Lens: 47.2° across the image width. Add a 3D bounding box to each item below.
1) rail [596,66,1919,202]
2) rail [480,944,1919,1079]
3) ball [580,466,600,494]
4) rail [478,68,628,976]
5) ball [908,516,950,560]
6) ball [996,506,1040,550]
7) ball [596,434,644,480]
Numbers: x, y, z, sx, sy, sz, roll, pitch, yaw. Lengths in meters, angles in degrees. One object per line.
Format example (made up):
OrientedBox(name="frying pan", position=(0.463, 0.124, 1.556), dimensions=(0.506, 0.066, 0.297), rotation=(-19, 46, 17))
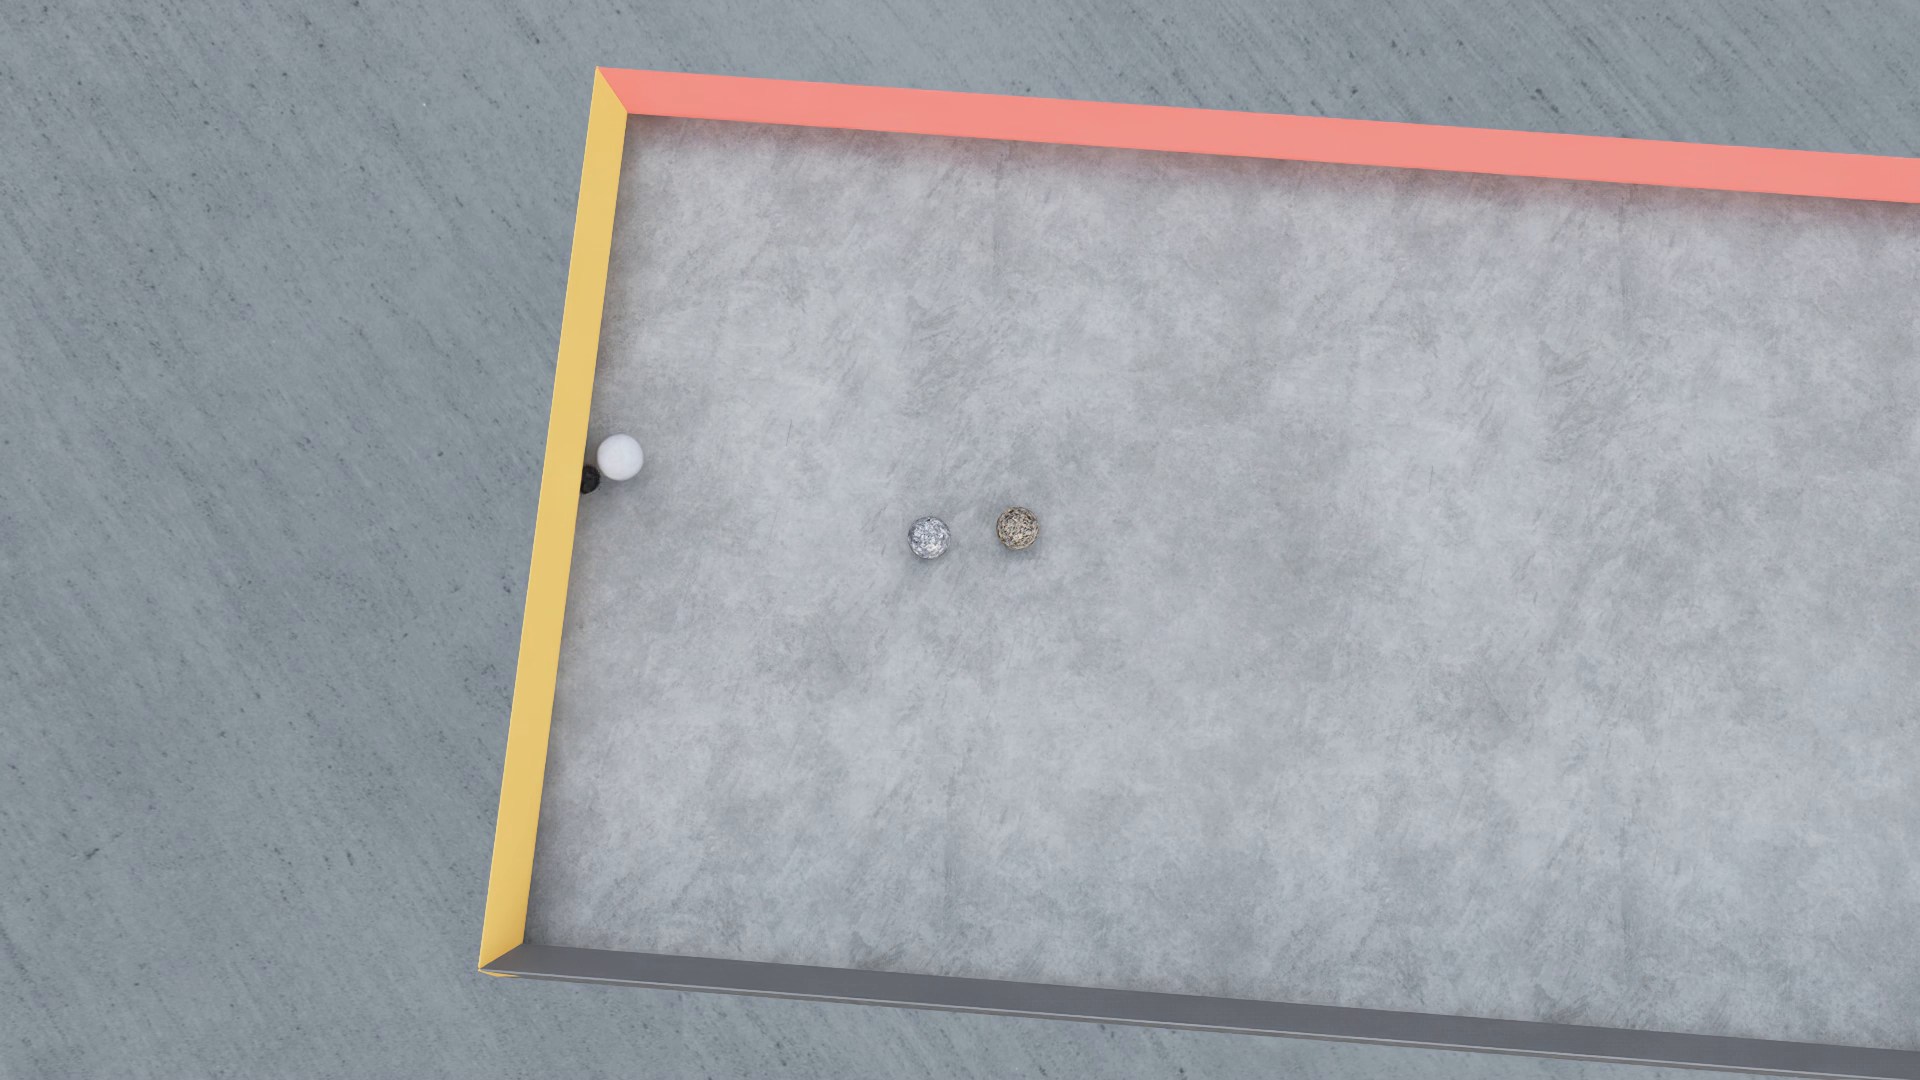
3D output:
OrientedBox(name="rail", position=(0.678, -0.615, 3.487), dimensions=(2.512, 0.121, 0.045), rotation=(4, 75, 1))
OrientedBox(name="rail", position=(0.575, 0.691, 3.136), dimensions=(2.512, 0.121, 0.045), rotation=(4, 75, 1))
OrientedBox(name="ball", position=(-0.576, -0.093, 3.388), dimensions=(0.043, 0.043, 0.043), rotation=(0, 75, 0))
OrientedBox(name="rail", position=(-0.603, -0.052, 3.336), dimensions=(0.045, 0.121, 1.404), rotation=(4, 75, 1))
OrientedBox(name="ball", position=(-0.047, -0.003, 3.352), dimensions=(0.066, 0.066, 0.066), rotation=(0, 75, 0))
OrientedBox(name="ball", position=(0.088, -0.018, 3.356), dimensions=(0.066, 0.066, 0.066), rotation=(0, 75, 0))
OrientedBox(name="ball", position=(-0.522, -0.127, 3.382), dimensions=(0.072, 0.072, 0.072), rotation=(0, 75, 0))
